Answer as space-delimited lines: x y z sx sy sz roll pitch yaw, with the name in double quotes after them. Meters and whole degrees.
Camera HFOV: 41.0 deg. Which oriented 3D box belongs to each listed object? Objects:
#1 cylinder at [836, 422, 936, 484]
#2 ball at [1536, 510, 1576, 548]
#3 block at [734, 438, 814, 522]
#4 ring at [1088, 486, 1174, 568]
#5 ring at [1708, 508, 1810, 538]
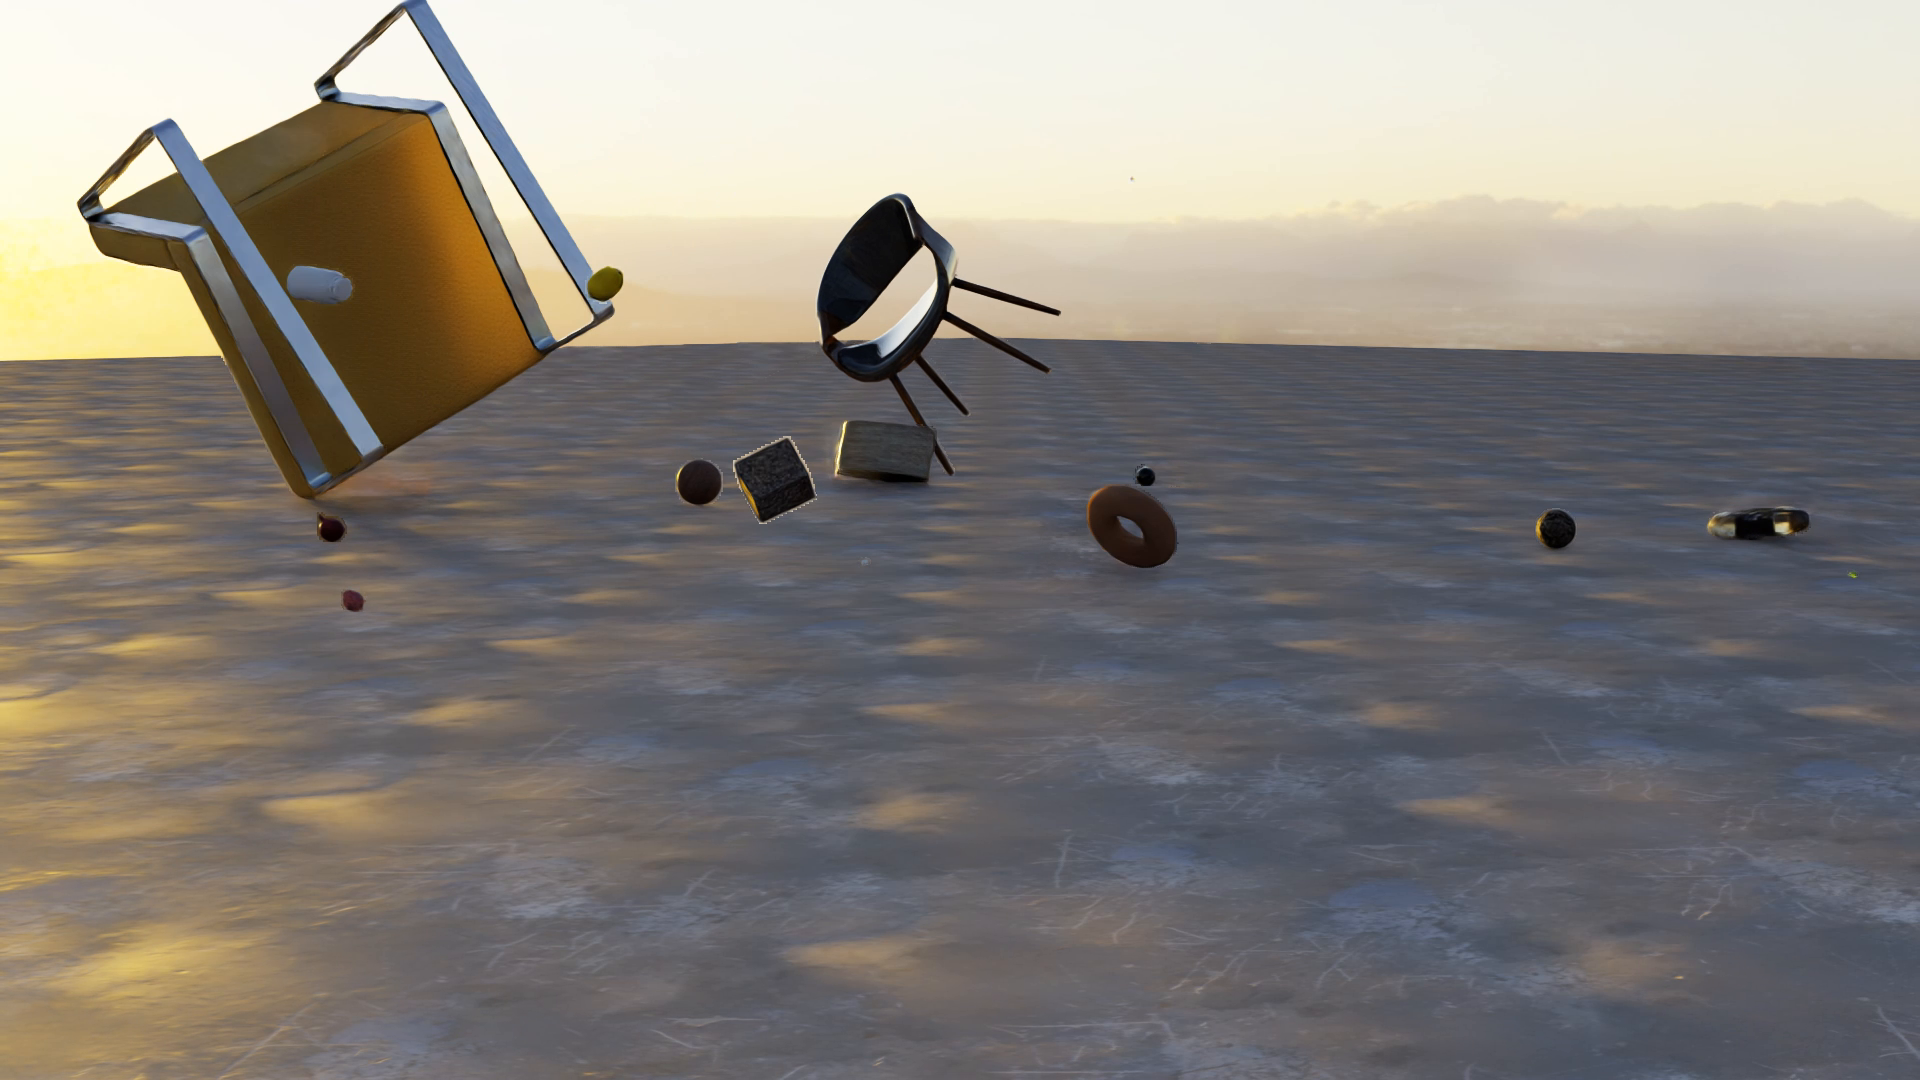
-0.236 -0.280 8.168 0.308 0.163 0.114 6 -13 16 "cylinder"
1.444 -0.026 6.214 0.093 0.093 0.093 0 6 0 "ball"
-0.410 -0.132 5.669 0.132 0.109 0.099 -26 -28 -9 "block"
0.381 -0.029 5.722 0.060 0.222 0.230 -49 6 -33 "ring"
2.000 -0.043 6.428 0.144 0.062 0.270 -12 6 -43 "ring"
